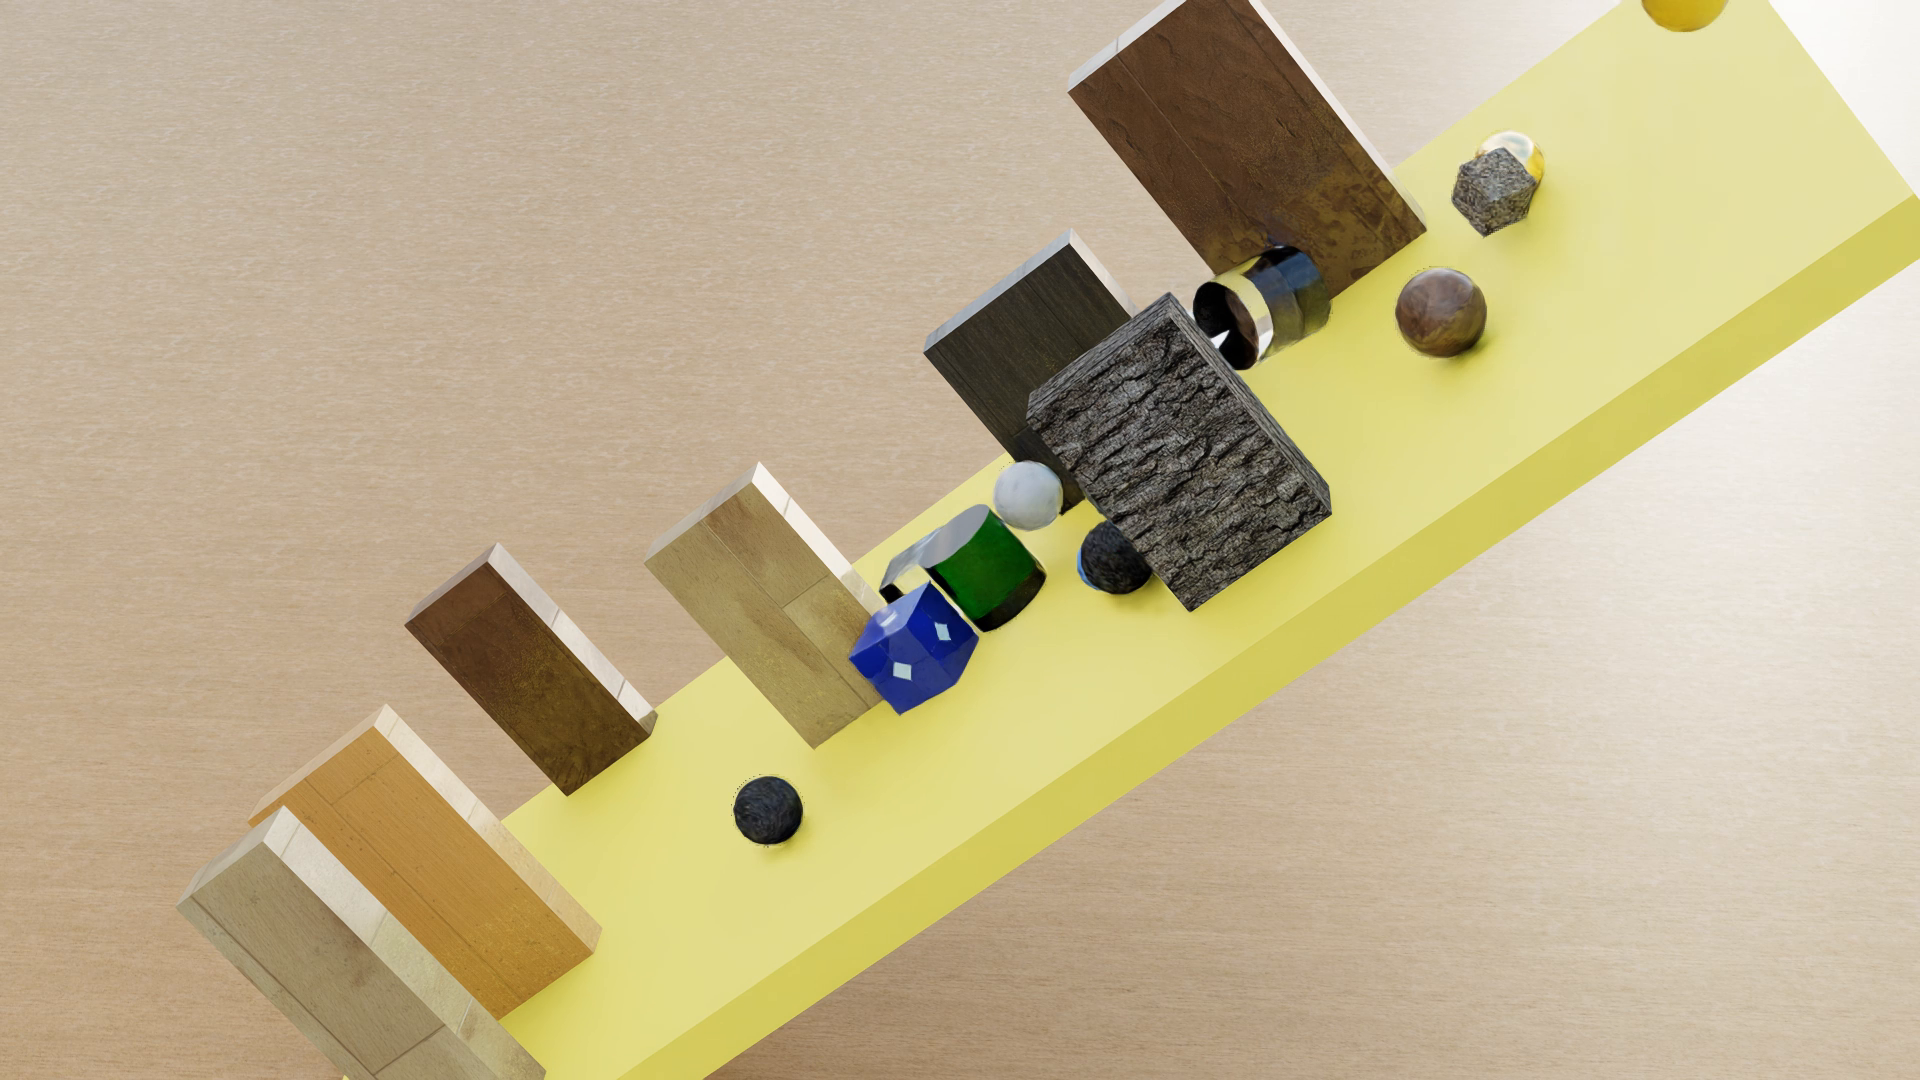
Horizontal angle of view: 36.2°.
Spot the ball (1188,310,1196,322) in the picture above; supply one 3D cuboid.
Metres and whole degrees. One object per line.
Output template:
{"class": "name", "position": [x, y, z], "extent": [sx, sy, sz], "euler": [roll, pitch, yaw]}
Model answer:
{"class": "ball", "position": [0.532, -0.433, 6.430], "extent": [0.149, 0.149, 0.149], "euler": [0, 24, 0]}

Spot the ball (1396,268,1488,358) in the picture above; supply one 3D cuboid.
{"class": "ball", "position": [0.920, -0.434, 5.623], "extent": [0.173, 0.173, 0.173], "euler": [0, 24, 0]}

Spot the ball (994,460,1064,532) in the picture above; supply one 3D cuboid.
{"class": "ball", "position": [0.145, -0.093, 6.223], "extent": [0.150, 0.150, 0.150], "euler": [0, 24, 0]}

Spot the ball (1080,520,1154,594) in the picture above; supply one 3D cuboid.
{"class": "ball", "position": [0.311, 0.032, 5.780], "extent": [0.150, 0.150, 0.150], "euler": [0, 24, 0]}

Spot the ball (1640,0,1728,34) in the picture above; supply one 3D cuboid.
{"class": "ball", "position": [1.335, -1.017, 5.416], "extent": [0.164, 0.164, 0.164], "euler": [0, 24, 0]}

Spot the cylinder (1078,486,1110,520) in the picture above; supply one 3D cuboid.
{"class": "cylinder", "position": [0.354, -0.113, 6.110], "extent": [0.153, 0.153, 0.153], "euler": [-46, 35, -5]}

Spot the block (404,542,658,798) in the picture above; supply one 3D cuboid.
{"class": "block", "position": [-1.083, 0.331, 7.455], "extent": [0.290, 0.612, 0.120], "euler": [-36, 16, 18]}

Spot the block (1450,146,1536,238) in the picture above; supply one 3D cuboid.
{"class": "block", "position": [1.070, -0.698, 5.896], "extent": [0.109, 0.109, 0.109], "euler": [-26, 61, -19]}

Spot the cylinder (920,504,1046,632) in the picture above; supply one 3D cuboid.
{"class": "cylinder", "position": [0.049, 0.058, 6.245], "extent": [0.193, 0.193, 0.193], "euler": [-38, 19, 15]}

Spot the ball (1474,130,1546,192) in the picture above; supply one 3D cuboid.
{"class": "ball", "position": [1.135, -0.771, 6.079], "extent": [0.148, 0.148, 0.148], "euler": [0, 24, 0]}

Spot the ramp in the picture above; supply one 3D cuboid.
{"class": "ramp", "position": [0.121, 0.185, 6.340], "extent": [4.000, 0.100, 2.000], "euler": [-36, 16, 18]}

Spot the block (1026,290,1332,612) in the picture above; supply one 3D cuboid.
{"class": "block", "position": [0.410, -0.162, 5.493], "extent": [0.332, 0.493, 0.139], "euler": [-36, 16, 18]}

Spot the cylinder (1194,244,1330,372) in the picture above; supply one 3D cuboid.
{"class": "cylinder", "position": [0.644, -0.497, 6.283], "extent": [0.207, 0.207, 0.207], "euler": [-29, 35, -27]}

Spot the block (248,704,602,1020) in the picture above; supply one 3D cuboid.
{"class": "block", "position": [-1.159, 0.730, 6.395], "extent": [0.385, 0.697, 0.105], "euler": [-36, 16, 18]}

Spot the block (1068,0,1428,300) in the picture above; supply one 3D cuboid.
{"class": "block", "position": [0.627, -0.845, 6.403], "extent": [0.423, 0.722, 0.148], "euler": [-36, 16, 18]}

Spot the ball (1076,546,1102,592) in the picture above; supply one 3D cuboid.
{"class": "ball", "position": [0.292, 0.045, 5.911], "extent": [0.117, 0.117, 0.117], "euler": [0, 24, 0]}

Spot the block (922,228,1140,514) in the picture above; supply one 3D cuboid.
{"class": "block", "position": [0.234, -0.367, 6.474], "extent": [0.409, 0.487, 0.110], "euler": [-36, 16, 18]}

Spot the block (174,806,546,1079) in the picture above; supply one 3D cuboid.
{"class": "block", "position": [-1.187, 0.899, 5.864], "extent": [0.246, 0.772, 0.143], "euler": [-36, 16, 18]}

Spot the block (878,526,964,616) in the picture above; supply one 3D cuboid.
{"class": "block", "position": [-0.063, 0.096, 6.545], "extent": [0.152, 0.152, 0.152], "euler": [-34, 17, 25]}

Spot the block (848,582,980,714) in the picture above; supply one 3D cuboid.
{"class": "block", "position": [-0.096, 0.229, 6.230], "extent": [0.169, 0.169, 0.169], "euler": [-30, 19, 34]}

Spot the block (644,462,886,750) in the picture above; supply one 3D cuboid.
{"class": "block", "position": [-0.377, 0.146, 6.380], "extent": [0.311, 0.565, 0.113], "euler": [-36, 16, 18]}

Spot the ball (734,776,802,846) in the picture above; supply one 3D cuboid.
{"class": "ball", "position": [-0.397, 0.561, 6.091], "extent": [0.143, 0.143, 0.143], "euler": [0, 24, 0]}
